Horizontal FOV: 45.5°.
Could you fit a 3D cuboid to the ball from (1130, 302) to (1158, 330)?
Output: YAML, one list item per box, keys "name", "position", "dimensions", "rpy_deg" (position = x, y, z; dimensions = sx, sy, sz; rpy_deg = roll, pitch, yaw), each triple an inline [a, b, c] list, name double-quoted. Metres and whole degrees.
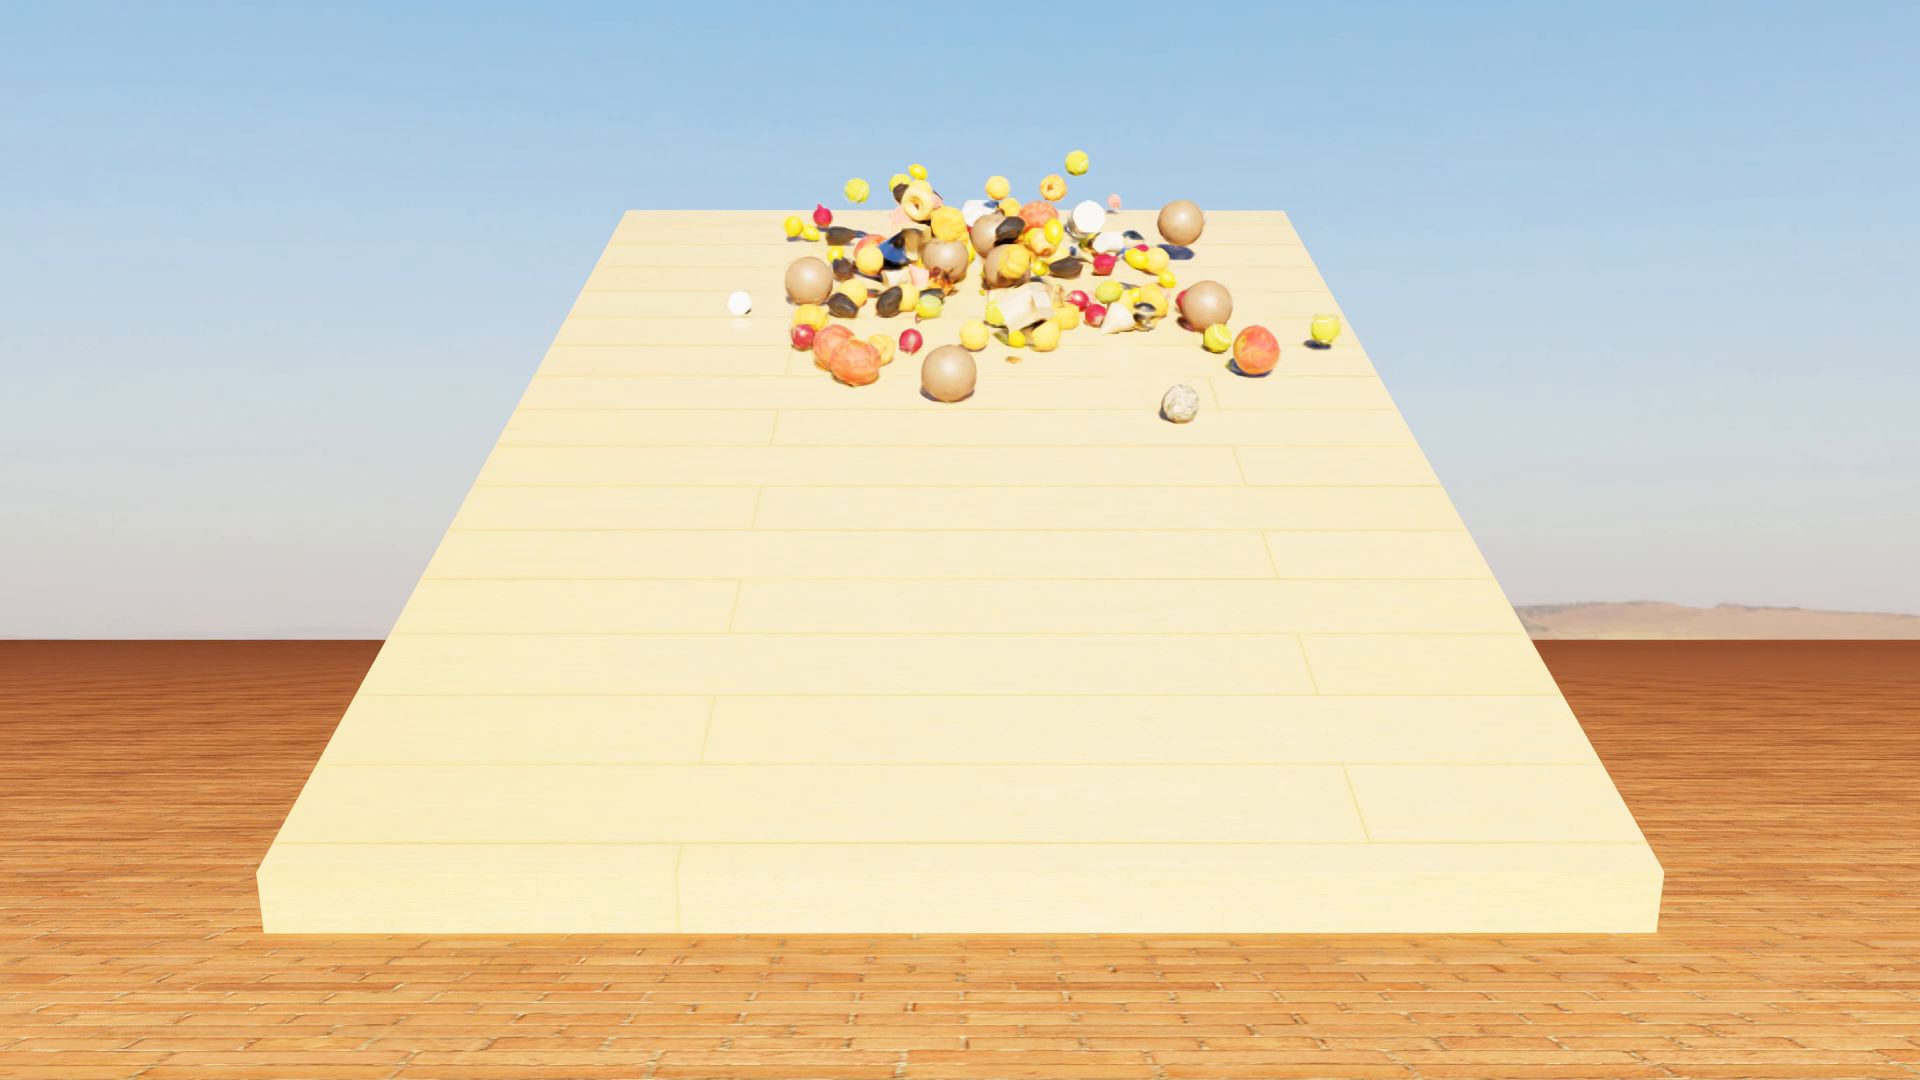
- name: "ball"
  position: [0.463, -0.564, 5.770]
  dimensions: [0.073, 0.073, 0.073]
  rpy_deg: [0, -2, 0]

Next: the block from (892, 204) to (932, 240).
- name: "block"
  position: [-0.138, -0.906, 6.597]
  dimensions: [0.094, 0.094, 0.094]
  rpy_deg: [6, 25, 15]

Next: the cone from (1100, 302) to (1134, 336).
- name: "cone"
  position: [0.377, -0.537, 5.748]
  dimensions: [0.087, 0.087, 0.087]
  rpy_deg: [-41, 14, -20]

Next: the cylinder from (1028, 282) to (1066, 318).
- name: "cylinder"
  position: [0.215, -0.616, 5.883]
  dimensions: [0.083, 0.083, 0.083]
  rpy_deg: [12, 3, 24]

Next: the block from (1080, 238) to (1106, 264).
- name: "block"
  position: [0.378, -0.808, 6.393]
  dimensions: [0.051, 0.051, 0.051]
  rpy_deg: [33, 31, 12]

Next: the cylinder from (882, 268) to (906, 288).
- name: "cylinder"
  position: [-0.176, -0.705, 6.140]
  dimensions: [0.052, 0.052, 0.052]
  rpy_deg: [-14, 2, -16]

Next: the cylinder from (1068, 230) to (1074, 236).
- name: "cylinder"
  position: [0.343, -0.916, 6.673]
  dimensions: [0.055, 0.055, 0.055]
  rpy_deg: [0, 14, 8]

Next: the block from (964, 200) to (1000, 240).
- name: "block"
  position: [0.062, -0.932, 6.670]
  dimensions: [0.093, 0.093, 0.093]
  rpy_deg: [3, 22, 8]

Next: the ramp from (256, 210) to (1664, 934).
- name: "ramp"
  position: [-0.006, -0.219, 5.132]
  dimensions: [2.000, 0.100, 4.000]
  rpy_deg: [0, 22, 0]

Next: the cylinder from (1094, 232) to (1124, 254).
- name: "cylinder"
  position: [0.410, -0.822, 6.327]
  dimensions: [0.060, 0.060, 0.060]
  rpy_deg: [-7, 3, -42]

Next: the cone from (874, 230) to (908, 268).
- name: "cone"
  position: [-0.168, -0.790, 6.095]
  dimensions: [0.096, 0.096, 0.096]
  rpy_deg: [1, -40, -28]

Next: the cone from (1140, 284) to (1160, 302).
- name: "cone"
  position: [0.510, -0.642, 6.033]
  dimensions: [0.050, 0.050, 0.050]
  rpy_deg: [17, -12, -35]

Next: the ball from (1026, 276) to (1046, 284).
- name: "ball"
  position: [0.199, -0.660, 5.991]
  dimensions: [0.058, 0.058, 0.058]
  rpy_deg: [0, -2, 0]

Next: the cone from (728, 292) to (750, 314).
- name: "cone"
  position: [-0.562, -0.608, 5.938]
  dimensions: [0.062, 0.062, 0.062]
  rpy_deg: [-1, -6, 14]

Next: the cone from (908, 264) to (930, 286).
- name: "cone"
  position: [-0.117, -0.696, 5.926]
  dimensions: [0.058, 0.058, 0.058]
  rpy_deg: [-2, -37, 38]

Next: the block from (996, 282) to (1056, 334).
- name: "block"
  position: [0.161, -0.568, 5.585]
  dimensions: [0.091, 0.091, 0.091]
  rpy_deg: [-23, -1, 27]

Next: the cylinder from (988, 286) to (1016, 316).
- name: "cylinder"
  position: [0.112, -0.613, 5.869]
  dimensions: [0.063, 0.063, 0.063]
  rpy_deg: [-19, -11, 27]

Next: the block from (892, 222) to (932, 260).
- name: "block"
  position: [-0.134, -0.828, 6.341]
  dimensions: [0.079, 0.079, 0.079]
  rpy_deg: [14, 26, 22]

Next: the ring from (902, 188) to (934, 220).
- name: "ring"
  position: [-0.113, -0.896, 6.114]
  dimensions: [0.094, 0.094, 0.031]
  rpy_deg: [-2, 23, 34]

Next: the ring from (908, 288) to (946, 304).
- name: "ring"
  position: [-0.086, -0.637, 5.993]
  dimensions: [0.098, 0.033, 0.098]
  rpy_deg: [-8, 11, 2]

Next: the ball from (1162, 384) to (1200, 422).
- name: "ball"
  position: [0.491, -0.303, 5.098]
  dimensions: [0.084, 0.084, 0.084]
  rpy_deg: [0, -2, 0]

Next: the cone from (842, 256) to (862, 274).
- name: "cone"
  position: [-0.293, -0.752, 6.268]
  dimensions: [0.053, 0.053, 0.053]
  rpy_deg: [-4, -1, -12]

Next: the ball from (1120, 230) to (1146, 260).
- name: "ball"
  position: [0.480, -0.828, 6.426]
  dimensions: [0.081, 0.081, 0.081]
  rpy_deg: [0, -2, 0]
